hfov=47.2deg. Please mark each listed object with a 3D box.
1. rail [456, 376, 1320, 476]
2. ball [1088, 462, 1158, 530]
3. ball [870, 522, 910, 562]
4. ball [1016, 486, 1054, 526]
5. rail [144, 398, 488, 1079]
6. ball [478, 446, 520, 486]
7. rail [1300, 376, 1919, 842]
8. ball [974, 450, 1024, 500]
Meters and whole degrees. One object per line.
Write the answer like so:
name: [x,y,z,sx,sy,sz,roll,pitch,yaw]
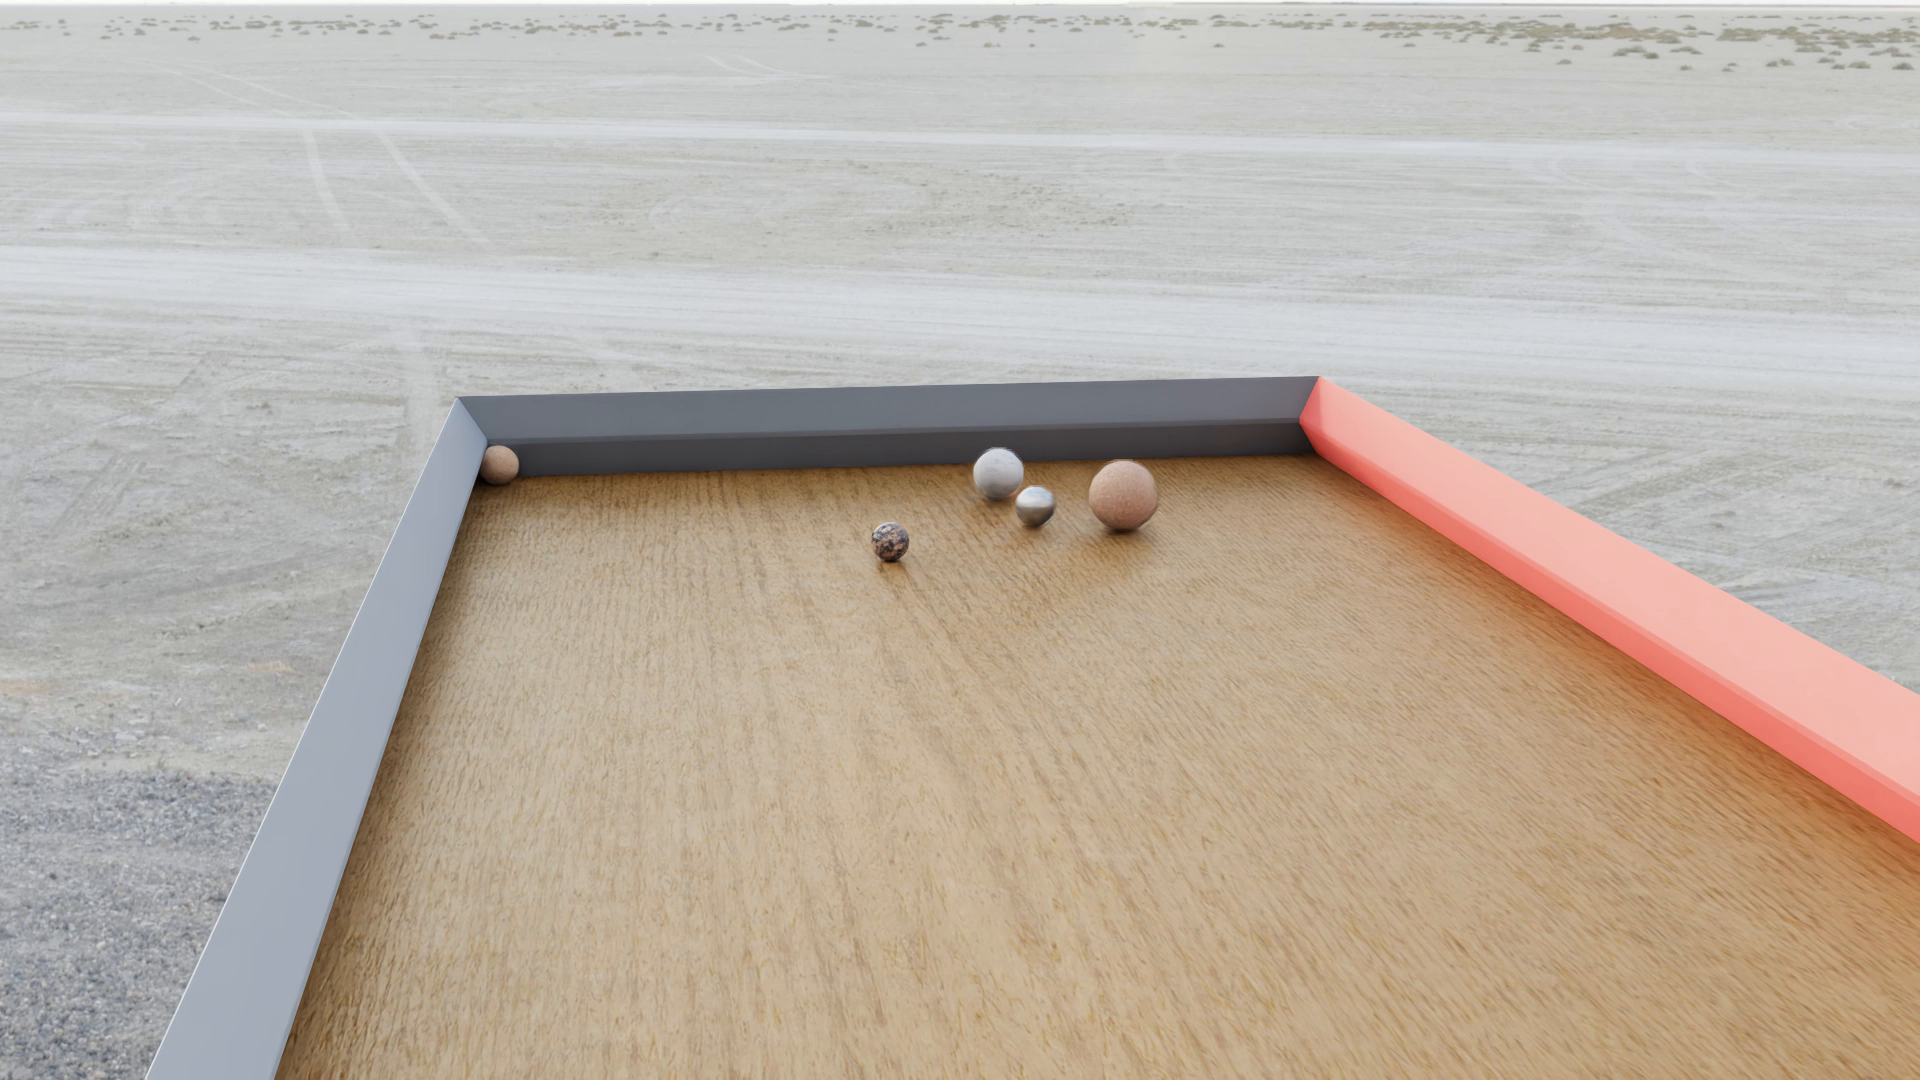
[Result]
rail: [-0.089,-0.171,3.372,1.337,0.122,0.045,-2,14,-8]
ball: [0.221,-0.059,2.971,0.094,0.094,0.094,0,14,0]
ball: [-0.090,0.002,2.810,0.050,0.050,0.050,0,14,0]
ball: [0.102,-0.046,3.001,0.054,0.054,0.054,0,14,0]
rail: [-0.546,0.144,2.064,0.045,0.122,2.580,-2,14,-8]
ball: [-0.683,-0.111,3.258,0.059,0.059,0.059,0,14,0]
rail: [0.730,0.100,2.243,0.045,0.122,2.580,-2,14,-8]
ball: [0.055,-0.094,3.162,0.073,0.073,0.073,0,14,0]
